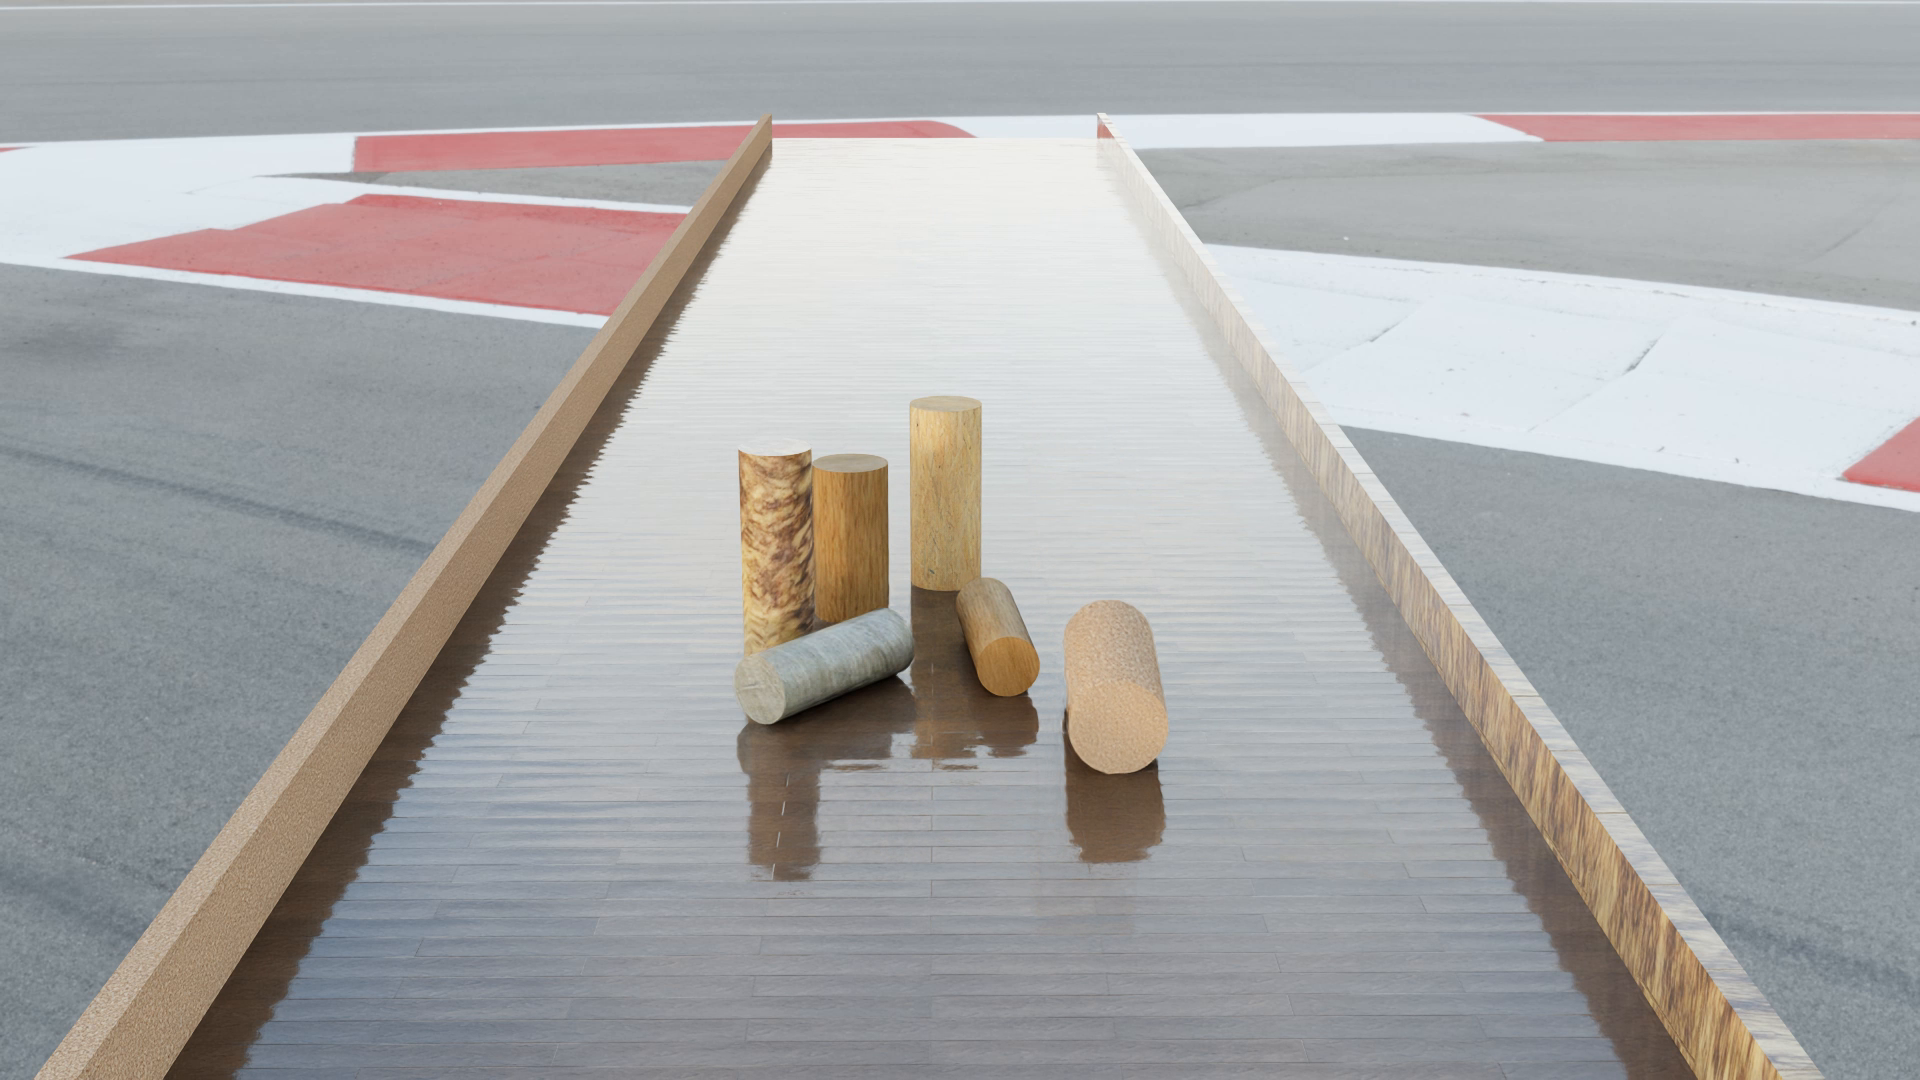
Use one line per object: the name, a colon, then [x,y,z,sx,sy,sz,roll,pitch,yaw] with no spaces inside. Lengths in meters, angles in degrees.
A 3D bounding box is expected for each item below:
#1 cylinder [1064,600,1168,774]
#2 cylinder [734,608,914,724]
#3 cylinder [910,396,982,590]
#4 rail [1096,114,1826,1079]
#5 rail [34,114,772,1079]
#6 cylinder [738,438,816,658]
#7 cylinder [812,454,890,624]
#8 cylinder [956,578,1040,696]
cylinder: [0.281,0.262,4.041,0.173,0.173,0.454,0,17,1]
cylinder: [-0.255,0.238,4.195,0.133,0.133,0.362,13,21,38]
cylinder: [-0.031,-0.104,4.866,0.158,0.405,0.158,0,17,0]
rail: [0.932,-0.844,7.801,0.050,0.150,12.000,0,17,-1]
rail: [-1.118,-0.838,7.780,0.050,0.150,12.000,0,17,-1]
cylinder: [-0.360,0.031,4.346,0.143,0.443,0.143,0,17,0]
cylinder: [-0.231,-0.004,4.661,0.159,0.330,0.159,0,17,0]
cylinder: [0.072,0.188,4.380,0.121,0.121,0.379,-2,17,-6]
